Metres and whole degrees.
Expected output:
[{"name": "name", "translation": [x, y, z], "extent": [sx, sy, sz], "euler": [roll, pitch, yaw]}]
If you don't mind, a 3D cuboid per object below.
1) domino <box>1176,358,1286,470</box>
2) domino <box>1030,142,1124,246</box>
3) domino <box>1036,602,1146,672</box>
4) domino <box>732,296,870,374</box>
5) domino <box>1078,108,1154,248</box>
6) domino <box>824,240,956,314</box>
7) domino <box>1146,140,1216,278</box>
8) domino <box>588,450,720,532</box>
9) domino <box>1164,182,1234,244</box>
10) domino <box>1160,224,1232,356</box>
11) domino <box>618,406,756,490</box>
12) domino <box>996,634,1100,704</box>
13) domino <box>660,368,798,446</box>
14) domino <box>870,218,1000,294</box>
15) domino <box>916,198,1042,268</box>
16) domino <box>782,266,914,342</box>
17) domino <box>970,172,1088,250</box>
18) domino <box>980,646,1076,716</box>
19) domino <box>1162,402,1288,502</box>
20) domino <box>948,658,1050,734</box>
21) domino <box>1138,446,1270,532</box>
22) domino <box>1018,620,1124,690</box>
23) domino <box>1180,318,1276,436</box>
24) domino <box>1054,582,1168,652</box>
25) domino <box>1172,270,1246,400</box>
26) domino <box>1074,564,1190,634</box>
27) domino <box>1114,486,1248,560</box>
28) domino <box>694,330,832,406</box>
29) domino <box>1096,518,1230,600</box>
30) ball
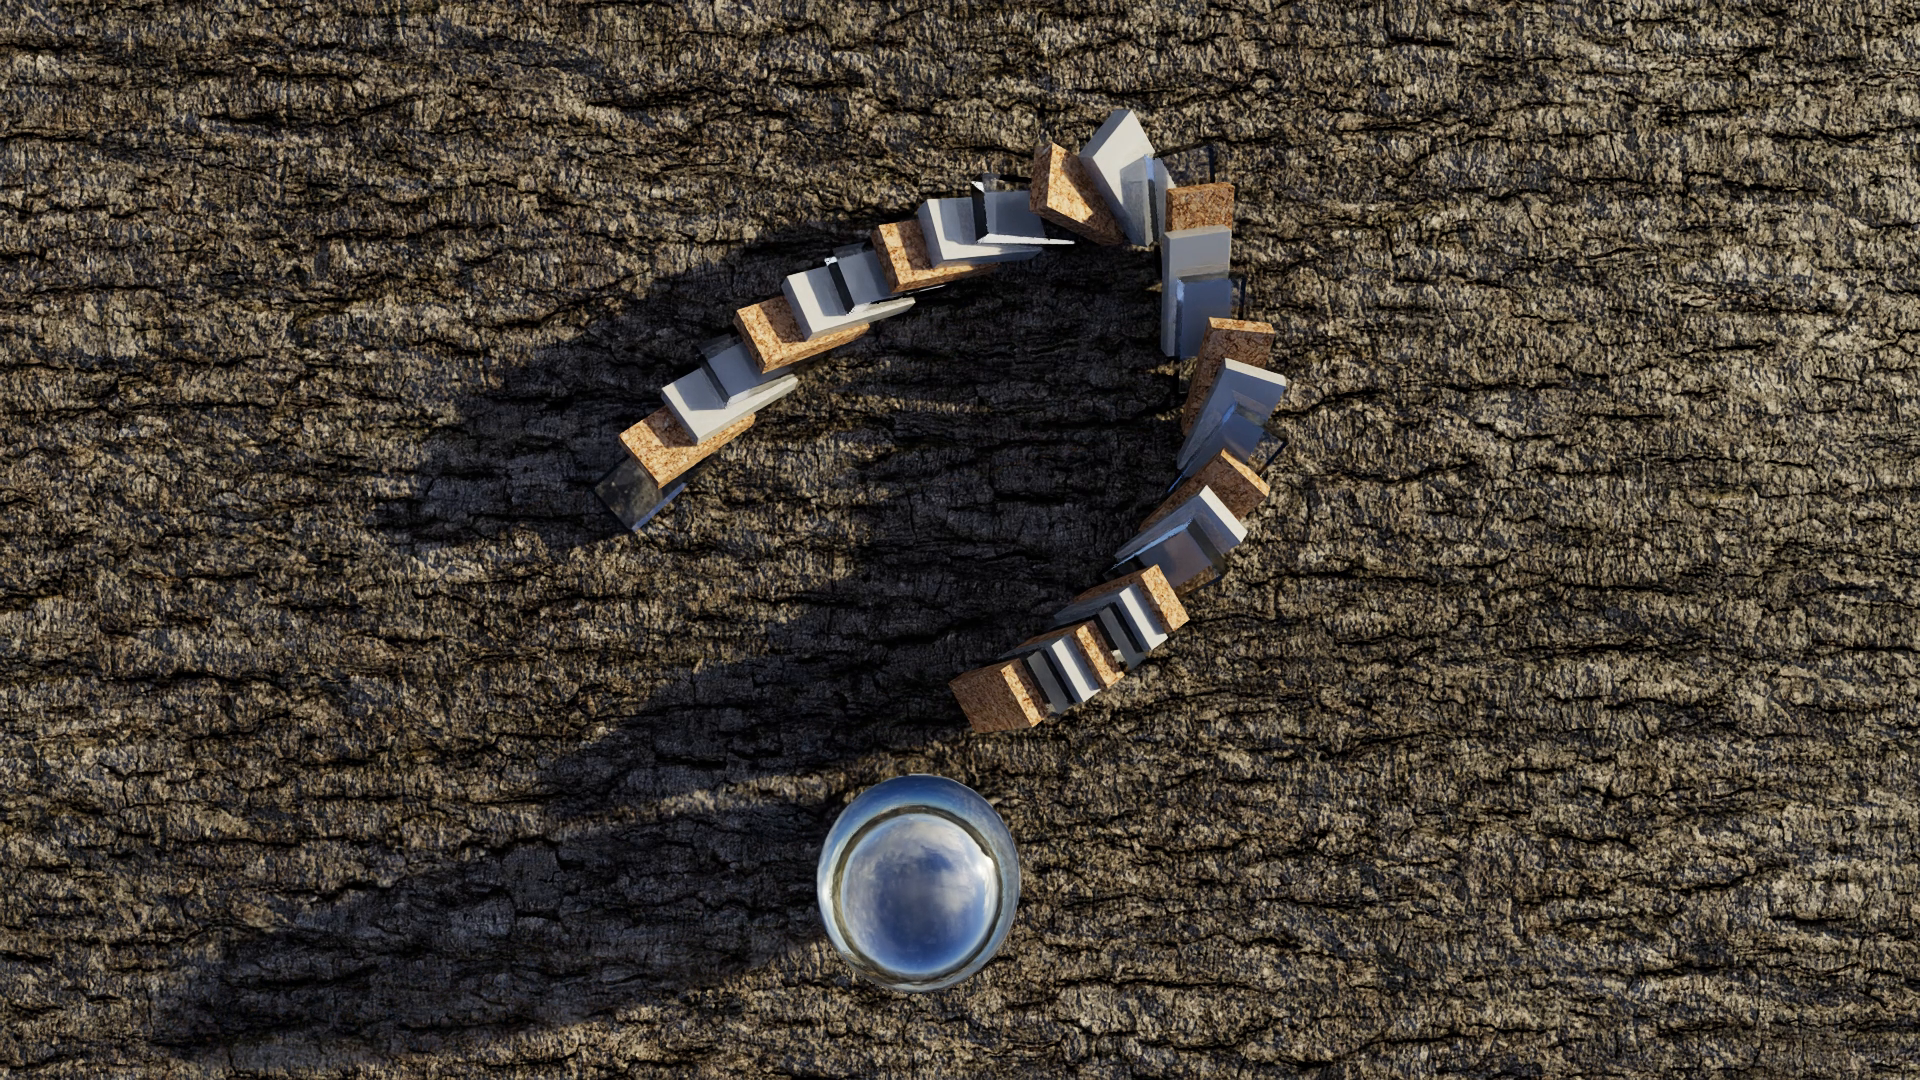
[{"name": "domino", "translation": [0.112, -0.048, 0.381], "extent": [0.025, 0.009, 0.050], "euler": [17, 128, -1]}, {"name": "domino", "translation": [0.050, -0.142, 0.379], "extent": [0.050, 0.010, 0.025], "euler": [5, 90, -44]}, {"name": "domino", "translation": [0.053, 0.043, 0.376], "extent": [0.010, 0.050, 0.025], "euler": [-30, 90, -29]}, {"name": "domino", "translation": [-0.066, -0.090, 0.383], "extent": [0.050, 0.009, 0.025], "euler": [-28, 87, -28]}, {"name": "domino", "translation": [0.071, -0.149, 0.379], "extent": [0.025, 0.010, 0.050], "euler": [-51, 131, -3]}, {"name": "domino", "translation": [-0.028, -0.113, 0.384], "extent": [0.050, 0.010, 0.025], "euler": [-22, 90, -29]}, {"name": "domino", "translation": [0.093, -0.137, 0.382], "extent": [0.025, 0.009, 0.050], "euler": [-14, 124, 0]}, {"name": "domino", "translation": [-0.132, -0.029, 0.395], "extent": [0.050, 0.010, 0.025], "euler": [-41, 90, 0]}, {"name": "domino", "translation": [0.099, -0.121, 0.382], "extent": [0.025, 0.009, 0.050], "euler": [-8, 124, -2]}, {"name": "domino", "translation": [0.098, -0.103, 0.382], "extent": [0.025, 0.010, 0.050], "euler": [-8, 124, -2]}, {"name": "domino", "translation": [-0.114, -0.046, 0.385], "extent": [0.050, 0.010, 0.025], "euler": [-40, 90, -25]}, {"name": "domino", "translation": [0.035, 0.055, 0.376], "extent": [0.009, 0.050, 0.025], "euler": [-30, 90, -29]}, {"name": "domino", "translation": [-0.097, -0.064, 0.385], "extent": [0.050, 0.010, 0.025], "euler": [-36, 90, -24]}, {"name": "domino", "translation": [-0.010, -0.121, 0.384], "extent": [0.050, 0.009, 0.025], "euler": [-20, 90, -29]}, {"name": "domino", "translation": [0.009, -0.130, 0.384], "extent": [0.050, 0.009, 0.025], "euler": [-15, 90, -29]}, {"name": "domino", "translation": [-0.046, -0.103, 0.384], "extent": [0.050, 0.010, 0.025], "euler": [-25, 90, -28]}, {"name": "domino", "translation": [0.029, -0.137, 0.384], "extent": [0.050, 0.009, 0.025], "euler": [-6, 90, -29]}, {"name": "domino", "translation": [0.025, 0.060, 0.376], "extent": [0.009, 0.050, 0.025], "euler": [-30, 90, -29]}, {"name": "domino", "translation": [0.110, -0.030, 0.381], "extent": [0.025, 0.010, 0.050], "euler": [31, 127, -2]}, {"name": "domino", "translation": [0.015, 0.065, 0.376], "extent": [0.009, 0.050, 0.025], "euler": [-29, 90, -29]}, {"name": "domino", "translation": [0.101, -0.013, 0.381], "extent": [0.025, 0.010, 0.050], "euler": [42, 126, 0]}, {"name": "domino", "translation": [0.044, 0.050, 0.376], "extent": [0.010, 0.050, 0.025], "euler": [-30, 90, -29]}, {"name": "domino", "translation": [0.110, -0.066, 0.381], "extent": [0.025, 0.009, 0.050], "euler": [6, 129, 0]}, {"name": "domino", "translation": [0.061, 0.035, 0.376], "extent": [0.010, 0.050, 0.025], "euler": [-30, 90, -29]}, {"name": "domino", "translation": [0.103, -0.085, 0.382], "extent": [0.025, 0.009, 0.050], "euler": [-6, 124, 0]}, {"name": "domino", "translation": [0.069, 0.028, 0.376], "extent": [0.010, 0.050, 0.025], "euler": [-31, 90, -29]}, {"name": "domino", "translation": [0.091, 0.002, 0.380], "extent": [0.025, 0.010, 0.050], "euler": [49, 132, 0]}, {"name": "domino", "translation": [-0.082, -0.078, 0.384], "extent": [0.050, 0.009, 0.025], "euler": [-31, 88, -28]}, {"name": "domino", "translation": [0.083, 0.014, 0.379], "extent": [0.050, 0.009, 0.025], "euler": [-34, 95, 42]}, {"name": "ball", "translation": [-0.016, 0.133, 0.360], "extent": [0.080, 0.080, 0.080], "euler": [0, 90, 0]}]
